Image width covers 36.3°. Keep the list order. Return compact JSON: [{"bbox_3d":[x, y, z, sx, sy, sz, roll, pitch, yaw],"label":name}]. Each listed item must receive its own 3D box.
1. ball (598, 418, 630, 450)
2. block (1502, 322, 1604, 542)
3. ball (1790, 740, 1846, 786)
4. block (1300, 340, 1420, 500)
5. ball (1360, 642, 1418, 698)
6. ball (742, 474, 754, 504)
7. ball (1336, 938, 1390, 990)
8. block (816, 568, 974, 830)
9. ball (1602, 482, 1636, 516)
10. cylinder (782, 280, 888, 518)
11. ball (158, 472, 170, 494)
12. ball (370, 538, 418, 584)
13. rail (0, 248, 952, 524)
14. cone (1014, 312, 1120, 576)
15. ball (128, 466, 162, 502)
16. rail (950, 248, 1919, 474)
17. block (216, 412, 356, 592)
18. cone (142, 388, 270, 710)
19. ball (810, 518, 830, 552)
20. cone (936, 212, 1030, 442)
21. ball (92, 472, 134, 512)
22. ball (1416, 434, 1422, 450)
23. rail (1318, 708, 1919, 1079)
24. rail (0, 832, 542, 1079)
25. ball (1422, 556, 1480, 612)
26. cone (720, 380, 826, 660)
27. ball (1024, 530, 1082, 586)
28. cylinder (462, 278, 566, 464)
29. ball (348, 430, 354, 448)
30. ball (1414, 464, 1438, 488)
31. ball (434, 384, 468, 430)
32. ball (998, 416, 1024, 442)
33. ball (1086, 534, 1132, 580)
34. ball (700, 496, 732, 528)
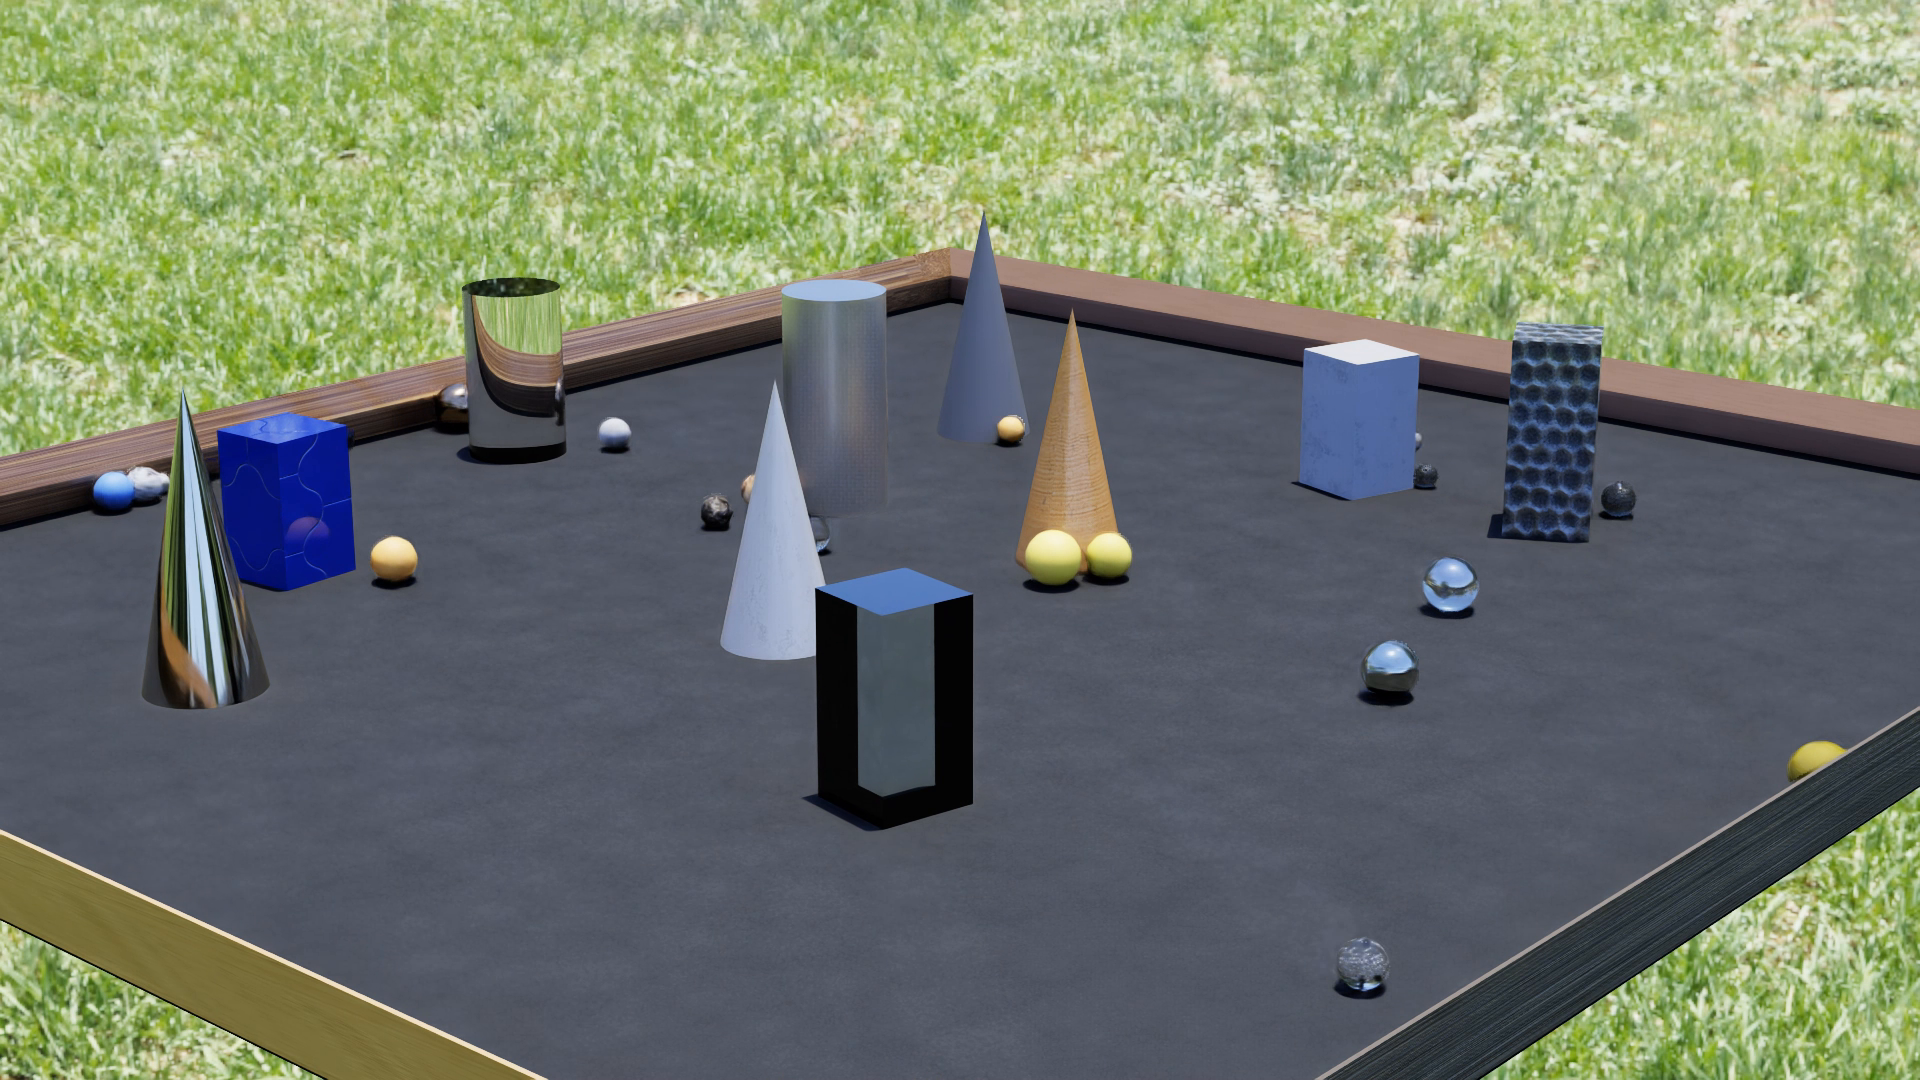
[{"bbox_3d":[-0.714,-0.219,6.068,0.066,0.066,0.066,0,17,0],"label":"ball"},{"bbox_3d":[1.108,-0.203,5.478,0.159,0.376,0.159,4,17,13],"label":"block"},{"bbox_3d":[1.234,0.332,4.199,0.089,0.089,0.089,0,17,0],"label":"ball"},{"bbox_3d":[0.786,-0.239,5.777,0.159,0.271,0.159,-11,20,-32],"label":"block"},{"bbox_3d":[0.677,0.205,4.621,0.089,0.089,0.089,0,17,0],"label":"ball"},{"bbox_3d":[-0.386,-0.094,5.645,0.070,0.070,0.070,0,17,0],"label":"ball"},{"bbox_3d":[0.496,0.522,3.610,0.065,0.065,0.065,0,17,0],"label":"ball"},{"bbox_3d":[-0.093,0.223,4.168,0.159,0.316,0.159,-13,21,-36],"label":"block"},{"bbox_3d":[1.258,-0.078,5.599,0.066,0.066,0.066,0,17,0],"label":"ball"},{"bbox_3d":[-0.240,-0.272,5.628,0.199,0.422,0.199,0,17,0],"label":"cylinder"},{"bbox_3d":[-1.570,-0.112,5.755,0.041,0.041,0.041,0,17,0],"label":"ball"},{"bbox_3d":[-1.003,0.036,5.196,0.081,0.081,0.081,0,17,0],"label":"ball"},{"bbox_3d":[-1.231,-0.276,6.143,0.045,0.129,3.728,14,22,39],"label":"rail"},{"bbox_3d":[0.199,-0.189,5.270,0.199,0.468,0.199,0,17,0],"label":"cone"},{"bbox_3d":[-1.584,-0.107,5.690,0.070,0.070,0.070,0,17,0],"label":"ball"},{"bbox_3d":[1.206,-0.368,6.450,3.307,0.129,0.045,14,22,39],"label":"rail"},{"bbox_3d":[-1.199,-0.070,5.224,0.159,0.268,0.159,12,21,35],"label":"block"},{"bbox_3d":[-1.201,-0.002,4.601,0.199,0.496,0.199,0,17,0],"label":"cone"},{"bbox_3d":[-0.271,-0.010,5.375,0.065,0.065,0.065,0,17,0],"label":"ball"},{"bbox_3d":[0.050,-0.460,6.155,0.199,0.477,0.199,0,17,0],"label":"cone"},{"bbox_3d":[-1.626,-0.093,5.632,0.076,0.076,0.076,0,17,0],"label":"ball"},{"bbox_3d":[0.934,-0.202,6.054,0.042,0.042,0.042,0,17,0],"label":"ball"},{"bbox_3d":[1.231,0.341,4.097,0.045,0.129,3.728,14,22,39],"label":"rail"},{"bbox_3d":[-1.206,0.433,3.789,3.307,0.129,0.045,14,22,39],"label":"rail"},{"bbox_3d":[0.843,0.076,5.037,0.095,0.095,0.095,0,17,0],"label":"ball"},{"bbox_3d":[-0.301,-0.047,4.833,0.199,0.449,0.199,0,17,0],"label":"cone"},{"bbox_3d":[0.164,0.032,5.177,0.100,0.100,0.100,0,17,0],"label":"ball"},{"bbox_3d":[-0.913,-0.348,6.011,0.199,0.346,0.199,0,17,0],"label":"cylinder"},{"bbox_3d":[-1.278,-0.209,6.069,0.046,0.046,0.046,0,17,0],"label":"ball"},{"bbox_3d":[0.921,-0.127,5.794,0.048,0.048,0.048,0,17,0],"label":"ball"},{"bbox_3d":[-1.067,-0.283,6.228,0.097,0.097,0.097,0,17,0],"label":"ball"},{"bbox_3d":[0.105,-0.230,6.111,0.055,0.055,0.055,0,17,0],"label":"ball"},{"bbox_3d":[0.265,0.030,5.215,0.082,0.082,0.082,0,17,0],"label":"ball"},{"bbox_3d":[-0.458,-0.053,5.526,0.060,0.060,0.060,0,17,0],"label":"ball"}]
